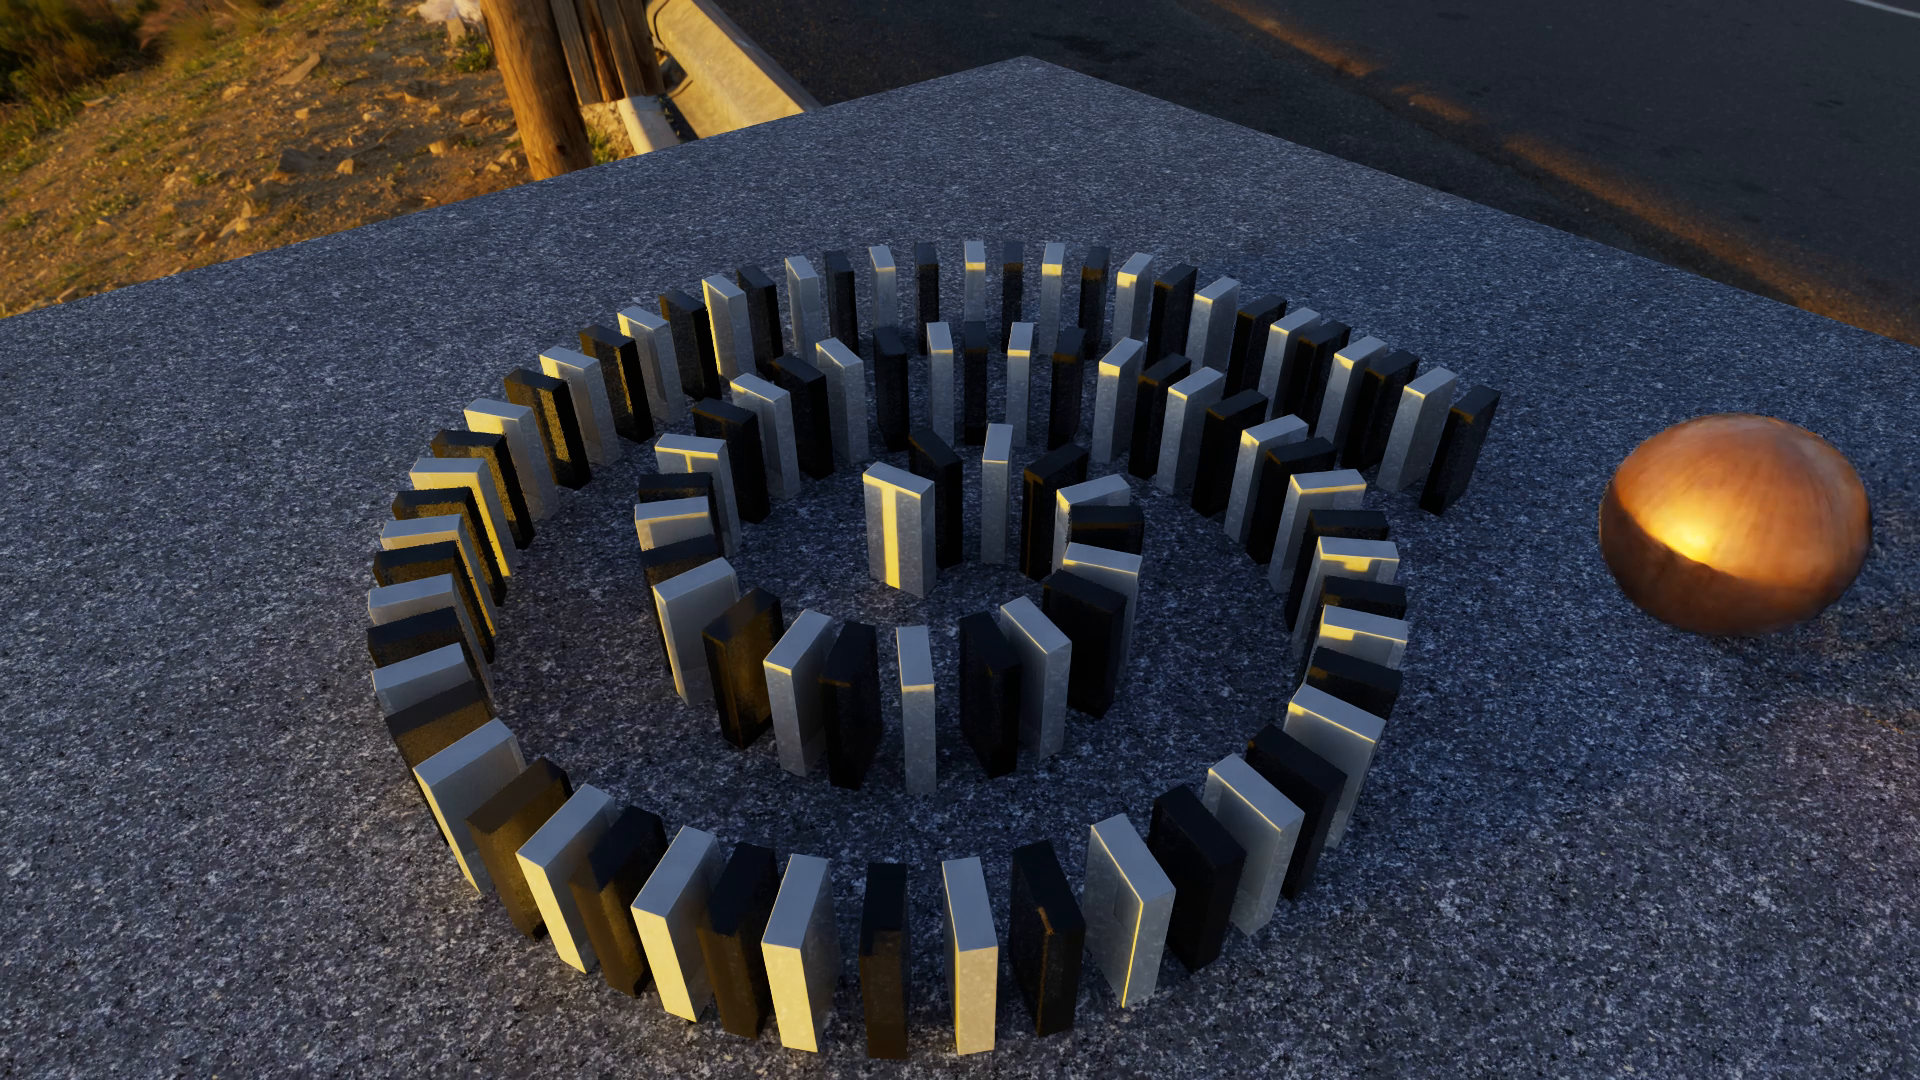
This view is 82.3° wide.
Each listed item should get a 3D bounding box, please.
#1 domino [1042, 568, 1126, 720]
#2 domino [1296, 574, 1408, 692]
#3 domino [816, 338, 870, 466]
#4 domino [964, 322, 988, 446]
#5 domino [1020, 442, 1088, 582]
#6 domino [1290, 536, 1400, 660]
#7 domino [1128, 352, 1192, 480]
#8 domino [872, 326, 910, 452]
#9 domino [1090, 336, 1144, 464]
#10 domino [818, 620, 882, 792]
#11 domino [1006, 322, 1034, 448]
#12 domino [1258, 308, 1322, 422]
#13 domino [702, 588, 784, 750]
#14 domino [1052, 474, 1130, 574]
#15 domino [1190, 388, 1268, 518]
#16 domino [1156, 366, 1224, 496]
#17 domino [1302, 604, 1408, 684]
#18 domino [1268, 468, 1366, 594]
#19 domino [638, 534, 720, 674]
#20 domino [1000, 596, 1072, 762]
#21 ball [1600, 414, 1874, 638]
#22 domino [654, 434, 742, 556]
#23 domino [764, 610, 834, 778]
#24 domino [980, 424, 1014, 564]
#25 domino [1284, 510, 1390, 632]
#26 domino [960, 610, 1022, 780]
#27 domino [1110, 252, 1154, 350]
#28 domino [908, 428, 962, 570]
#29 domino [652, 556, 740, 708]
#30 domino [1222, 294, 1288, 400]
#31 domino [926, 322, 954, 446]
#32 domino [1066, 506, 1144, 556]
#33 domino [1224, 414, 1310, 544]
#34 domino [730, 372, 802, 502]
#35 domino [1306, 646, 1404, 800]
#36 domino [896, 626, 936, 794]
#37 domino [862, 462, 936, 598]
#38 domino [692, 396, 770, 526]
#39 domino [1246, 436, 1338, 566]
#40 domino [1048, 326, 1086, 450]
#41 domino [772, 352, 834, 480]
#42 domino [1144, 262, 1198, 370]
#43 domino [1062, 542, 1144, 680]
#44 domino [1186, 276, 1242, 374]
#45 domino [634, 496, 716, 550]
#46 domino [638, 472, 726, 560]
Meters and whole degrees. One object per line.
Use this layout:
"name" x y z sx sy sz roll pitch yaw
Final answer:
"domino" 0.040 0.035 0.368 0.025 0.050 0.009 22 44 25
"domino" 0.130 0.035 0.368 0.025 0.050 0.009 9 40 10
"domino" -0.052 -0.061 0.486 0.009 0.050 0.025 -23 44 -25
"domino" 0.007 -0.071 0.498 0.010 0.050 0.025 0 39 0
"domino" 0.036 -0.010 0.424 0.025 0.050 0.010 -31 49 -33
"domino" 0.134 0.022 0.385 0.025 0.050 0.009 4 40 5
"domino" 0.086 -0.053 0.476 0.010 0.050 0.025 29 48 31
"domino" -0.031 -0.067 0.494 0.009 0.050 0.025 -11 41 -13
"domino" 0.070 -0.061 0.486 0.009 0.050 0.025 22 44 24
"domino" -0.034 0.053 0.347 0.010 0.050 0.025 9 40 11
"domino" 0.027 -0.070 0.497 0.010 0.050 0.025 4 40 5
"domino" 0.151 -0.080 0.509 0.025 0.050 0.010 -29 47 -31
"domino" -0.068 0.043 0.360 0.009 0.050 0.025 24 45 26
"domino" 0.048 0.001 0.410 0.025 0.050 0.009 -16 42 -18
"domino" 0.111 -0.035 0.455 0.025 0.050 0.010 -24 45 -27
"domino" 0.097 -0.046 0.468 0.025 0.050 0.009 -30 48 -32
"domino" 0.126 0.045 0.357 0.025 0.050 0.009 12 41 14
"domino" 0.134 -0.003 0.415 0.025 0.050 0.010 -5 40 -6
"domino" -0.094 0.023 0.383 0.025 0.050 0.009 -15 42 -18
"domino" 0.023 0.045 0.356 0.009 0.050 0.025 -22 44 -24
"ball" 0.275 -0.005 0.394 0.080 0.080 0.080 0 39 0
"domino" -0.102 -0.017 0.433 0.025 0.050 0.010 7 40 8
"domino" -0.049 0.049 0.351 0.009 0.050 0.025 16 42 18
"domino" 0.014 -0.018 0.433 0.009 0.050 0.025 4 40 5
"domino" 0.135 0.012 0.397 0.025 0.050 0.010 1 39 1
"domino" 0.009 0.050 0.351 0.009 0.050 0.025 -15 42 -17
"domino" 0.086 -0.116 0.553 0.009 0.050 0.025 18 43 21
"domino" -0.009 -0.016 0.431 0.009 0.050 0.025 -20 44 -23
"domino" -0.086 0.032 0.373 0.025 0.050 0.009 -25 46 -27
"domino" 0.139 -0.088 0.519 0.025 0.050 0.009 -31 48 -32
"domino" -0.009 -0.070 0.497 0.009 0.050 0.025 -4 39 -5
"domino" 0.051 0.010 0.399 0.025 0.050 0.009 0 39 0
"domino" 0.122 -0.024 0.441 0.025 0.050 0.009 -19 43 -21
"domino" -0.082 -0.043 0.464 0.025 0.050 0.009 26 46 28
"domino" 0.117 0.058 0.341 0.025 0.050 0.009 18 42 20
"domino" -0.014 0.054 0.346 0.009 0.050 0.025 -4 39 -5
"domino" -0.022 -0.003 0.416 0.025 0.050 0.009 21 44 24
"domino" -0.093 -0.032 0.451 0.025 0.050 0.009 19 43 22
"domino" 0.129 -0.015 0.429 0.025 0.050 0.009 -13 41 -16
"domino" 0.048 -0.067 0.493 0.009 0.050 0.025 11 41 13
"domino" -0.068 -0.053 0.476 0.010 0.050 0.025 -31 49 -32
"domino" 0.104 -0.108 0.544 0.010 0.050 0.025 25 46 28
"domino" 0.048 0.025 0.381 0.025 0.050 0.009 11 41 13
"domino" 0.121 -0.099 0.532 0.009 0.050 0.025 30 48 32
"domino" -0.101 0.008 0.402 0.025 0.050 0.009 -7 40 -9
"domino" -0.103 -0.002 0.414 0.025 0.050 0.010 -3 39 -3
